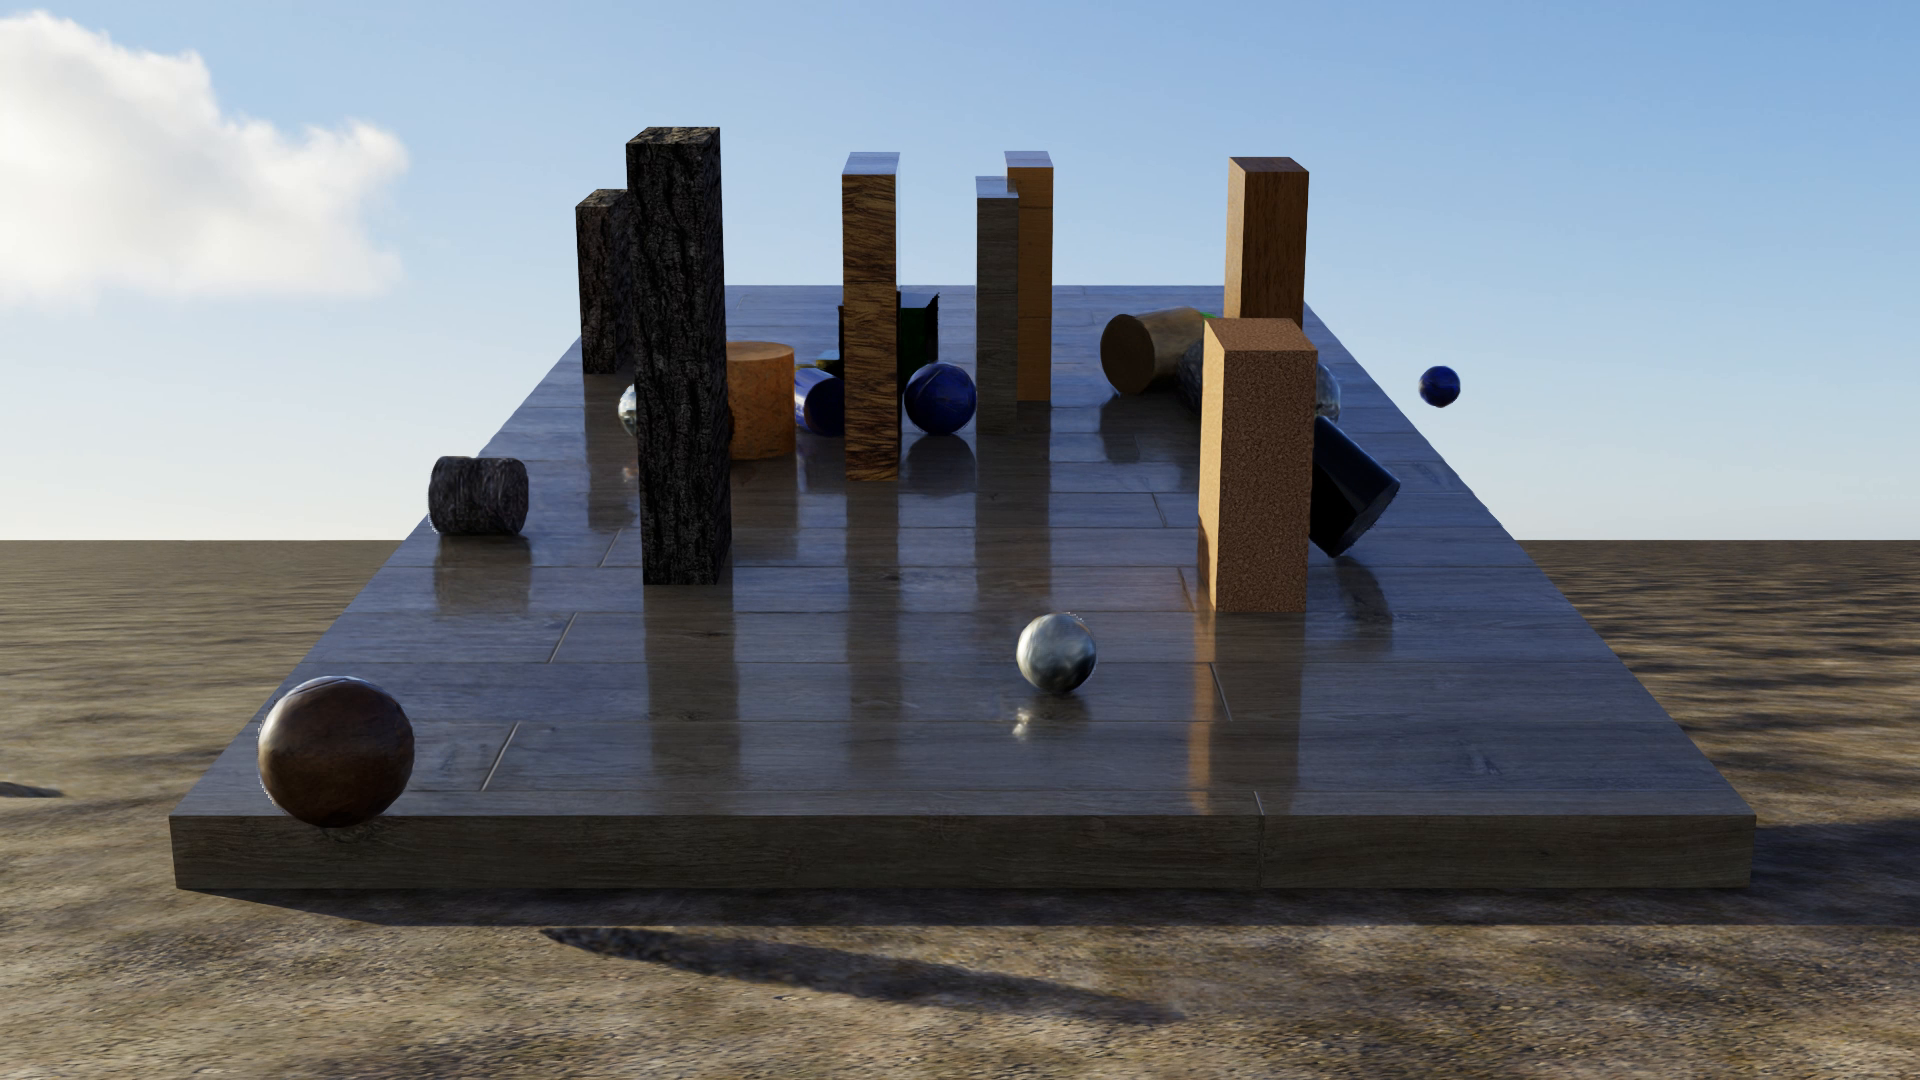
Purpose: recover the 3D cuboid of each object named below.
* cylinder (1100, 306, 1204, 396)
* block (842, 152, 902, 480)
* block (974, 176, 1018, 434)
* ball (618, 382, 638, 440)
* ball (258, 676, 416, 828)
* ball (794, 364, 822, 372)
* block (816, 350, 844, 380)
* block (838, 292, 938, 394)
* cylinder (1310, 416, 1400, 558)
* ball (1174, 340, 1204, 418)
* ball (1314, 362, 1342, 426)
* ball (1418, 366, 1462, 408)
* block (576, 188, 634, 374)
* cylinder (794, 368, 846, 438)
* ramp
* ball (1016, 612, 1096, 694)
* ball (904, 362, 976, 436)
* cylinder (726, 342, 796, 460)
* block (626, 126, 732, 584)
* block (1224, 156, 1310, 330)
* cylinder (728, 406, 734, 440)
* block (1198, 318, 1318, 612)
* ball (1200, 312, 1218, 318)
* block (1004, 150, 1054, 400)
[{"bbox_3d":[0.462,-0.446,5.184,0.189,0.189,0.189,-12,7,-36],"label":"cylinder"},{"bbox_3d":[-0.175,-0.462,4.490,0.103,0.605,0.394,0,16,0],"label":"block"},{"bbox_3d":[0.079,-0.526,4.884,0.087,0.509,0.387,0,16,0],"label":"block"},{"bbox_3d":[-0.654,-0.273,4.676,0.137,0.137,0.137,0,0,0],"label":"ball"},{"bbox_3d":[-0.771,0.262,2.733,0.188,0.188,0.188,0,0,0],"label":"ball"},{"bbox_3d":[-0.344,-0.330,4.896,0.124,0.124,0.124,0,0,0],"label":"ball"},{"bbox_3d":[-0.264,-0.369,5.057,0.110,0.110,0.110,3,16,9],"label":"block"},{"bbox_3d":[-0.168,-0.468,5.231,0.204,0.204,0.204,2,16,7],"label":"block"},{"bbox_3d":[0.643,-0.093,3.861,0.178,0.178,0.178,43,15,17],"label":"cylinder"},{"bbox_3d":[0.568,-0.356,4.879,0.185,0.185,0.185,0,0,0],"label":"ball"},{"bbox_3d":[0.692,-0.285,4.603,0.203,0.203,0.203,0,0,0],"label":"ball"},{"bbox_3d":[1.295,-0.415,5.966,0.113,0.113,0.113,0,0,0],"label":"ball"},{"bbox_3d":[-0.876,-0.646,5.481,0.083,0.406,0.338,0,16,0],"label":"block"},{"bbox_3d":[-0.303,-0.299,4.779,0.129,0.129,0.129,0,15,-27],"label":"cylinder"},{"bbox_3d":[-0.002,-0.161,4.716,2.000,0.100,4.000,0,16,0],"label":"ramp"},{"bbox_3d":[0.140,0.164,3.203,0.116,0.116,0.116,0,0,0],"label":"ball"},{"bbox_3d":[-0.043,-0.304,4.749,0.157,0.157,0.157,0,0,0],"label":"ball"},{"bbox_3d":[-0.450,-0.293,4.613,0.209,0.209,0.209,0,16,0],"label":"cylinder"},{"bbox_3d":[-0.472,-0.316,3.747,0.123,0.735,0.277,0,16,0],"label":"block"},{"bbox_3d":[0.733,-0.653,5.331,0.148,0.505,0.313,0,16,0],"label":"block"},{"bbox_3d":[-0.551,-0.220,4.457,0.157,0.157,0.157,0,16,9],"label":"cylinder"},{"bbox_3d":[0.487,-0.129,3.652,0.146,0.430,0.278,0,16,0],"label":"block"},{"bbox_3d":[0.580,-0.468,5.315,0.159,0.159,0.159,0,0,0],"label":"ball"},{"bbox_3d":[0.157,-0.624,5.178,0.104,0.534,0.335,0,16,0],"label":"block"}]
